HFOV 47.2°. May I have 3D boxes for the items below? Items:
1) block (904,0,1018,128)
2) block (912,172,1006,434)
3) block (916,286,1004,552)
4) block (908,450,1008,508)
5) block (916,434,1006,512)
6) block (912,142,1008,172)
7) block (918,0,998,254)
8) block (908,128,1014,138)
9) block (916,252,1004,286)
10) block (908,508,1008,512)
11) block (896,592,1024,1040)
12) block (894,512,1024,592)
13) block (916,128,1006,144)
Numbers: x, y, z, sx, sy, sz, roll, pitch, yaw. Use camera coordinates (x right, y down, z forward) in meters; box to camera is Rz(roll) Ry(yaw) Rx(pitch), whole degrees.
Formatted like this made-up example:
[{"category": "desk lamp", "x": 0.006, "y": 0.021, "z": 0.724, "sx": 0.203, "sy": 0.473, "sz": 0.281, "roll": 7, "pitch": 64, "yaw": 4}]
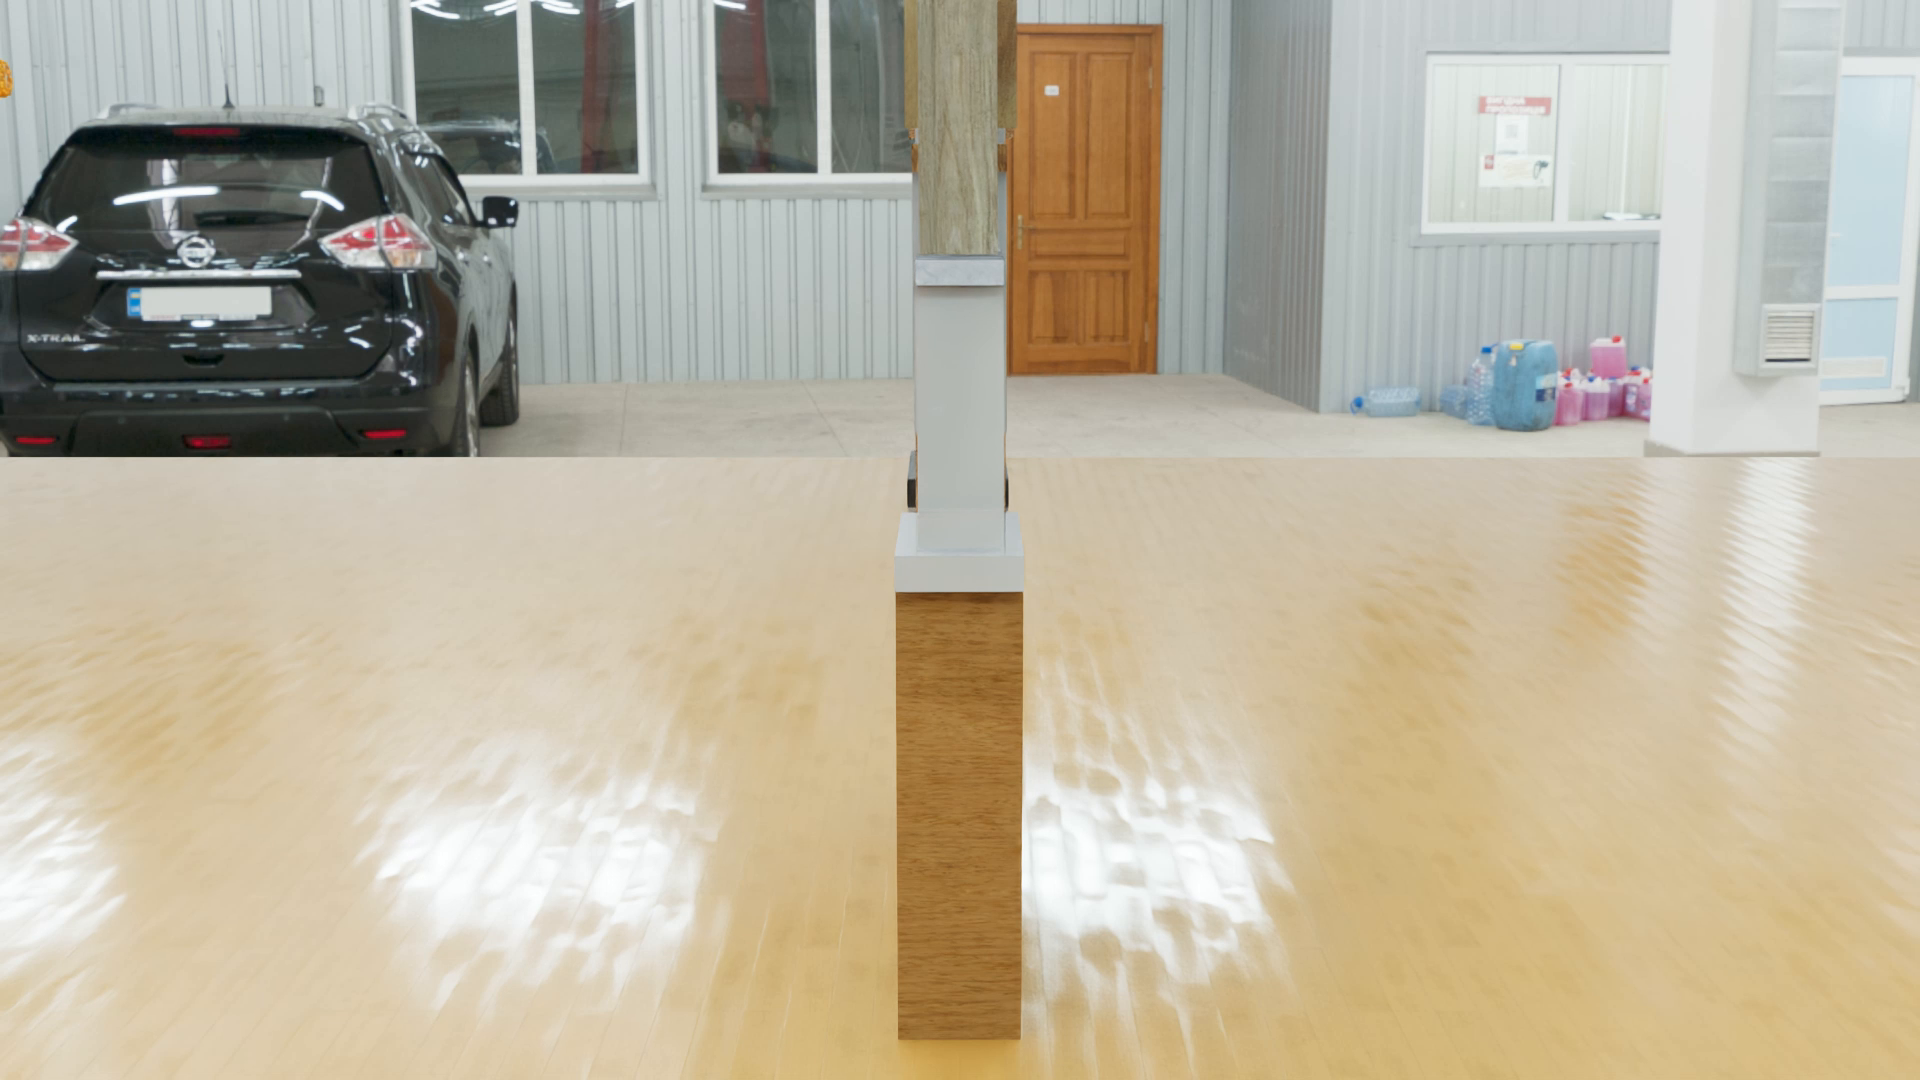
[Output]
[{"category": "block", "x": 0.001, "y": -0.807, "z": 3.373, "sx": 0.172, "sy": 0.345, "sz": 0.049, "roll": 0, "pitch": 11, "yaw": 0}, {"category": "block", "x": 0.000, "y": -0.339, "z": 3.145, "sx": 0.133, "sy": 0.372, "sz": 0.038, "roll": 0, "pitch": 10, "yaw": 0}, {"category": "block", "x": 0.001, "y": -0.163, "z": 2.932, "sx": 0.115, "sy": 0.357, "sz": 0.033, "roll": 0, "pitch": 10, "yaw": 0}, {"category": "block", "x": -0.004, "y": -0.110, "z": 3.899, "sx": 0.172, "sy": 0.049, "sz": 0.344, "roll": 0, "pitch": 11, "yaw": 0}, {"category": "block", "x": 0.001, "y": -0.103, "z": 3.373, "sx": 0.137, "sy": 0.308, "sz": 0.039, "roll": 0, "pitch": 10, "yaw": 0}, {"category": "block", "x": 0.000, "y": -0.557, "z": 3.195, "sx": 0.133, "sy": 0.038, "sz": 0.266, "roll": 0, "pitch": 11, "yaw": 1}, {"category": "block", "x": -0.003, "y": -0.571, "z": 2.984, "sx": 0.107, "sy": 0.362, "sz": 0.030, "roll": 0, "pitch": 10, "yaw": 0}, {"category": "block", "x": 0.002, "y": -0.840, "z": 3.600, "sx": 0.172, "sy": 0.361, "sz": 0.049, "roll": 0, "pitch": 11, "yaw": 0}, {"category": "block", "x": 0.000, "y": -0.368, "z": 2.972, "sx": 0.115, "sy": 0.033, "sz": 0.229, "roll": 0, "pitch": 10, "yaw": 0}, {"category": "block", "x": -0.003, "y": 0.104, "z": 3.822, "sx": 0.172, "sy": 0.344, "sz": 0.049, "roll": 0, "pitch": 10, "yaw": 0}, {"category": "block", "x": -0.001, "y": 0.377, "z": 3.044, "sx": 0.172, "sy": 0.647, "sz": 0.049, "roll": 0, "pitch": 11, "yaw": 0}, {"category": "block", "x": -0.001, "y": 0.014, "z": 3.093, "sx": 0.172, "sy": 0.049, "sz": 0.345, "roll": 0, "pitch": 10, "yaw": 0}, {"category": "block", "x": 0.000, "y": -0.628, "z": 3.461, "sx": 0.136, "sy": 0.039, "sz": 0.273, "roll": 0, "pitch": 11, "yaw": 0}]
